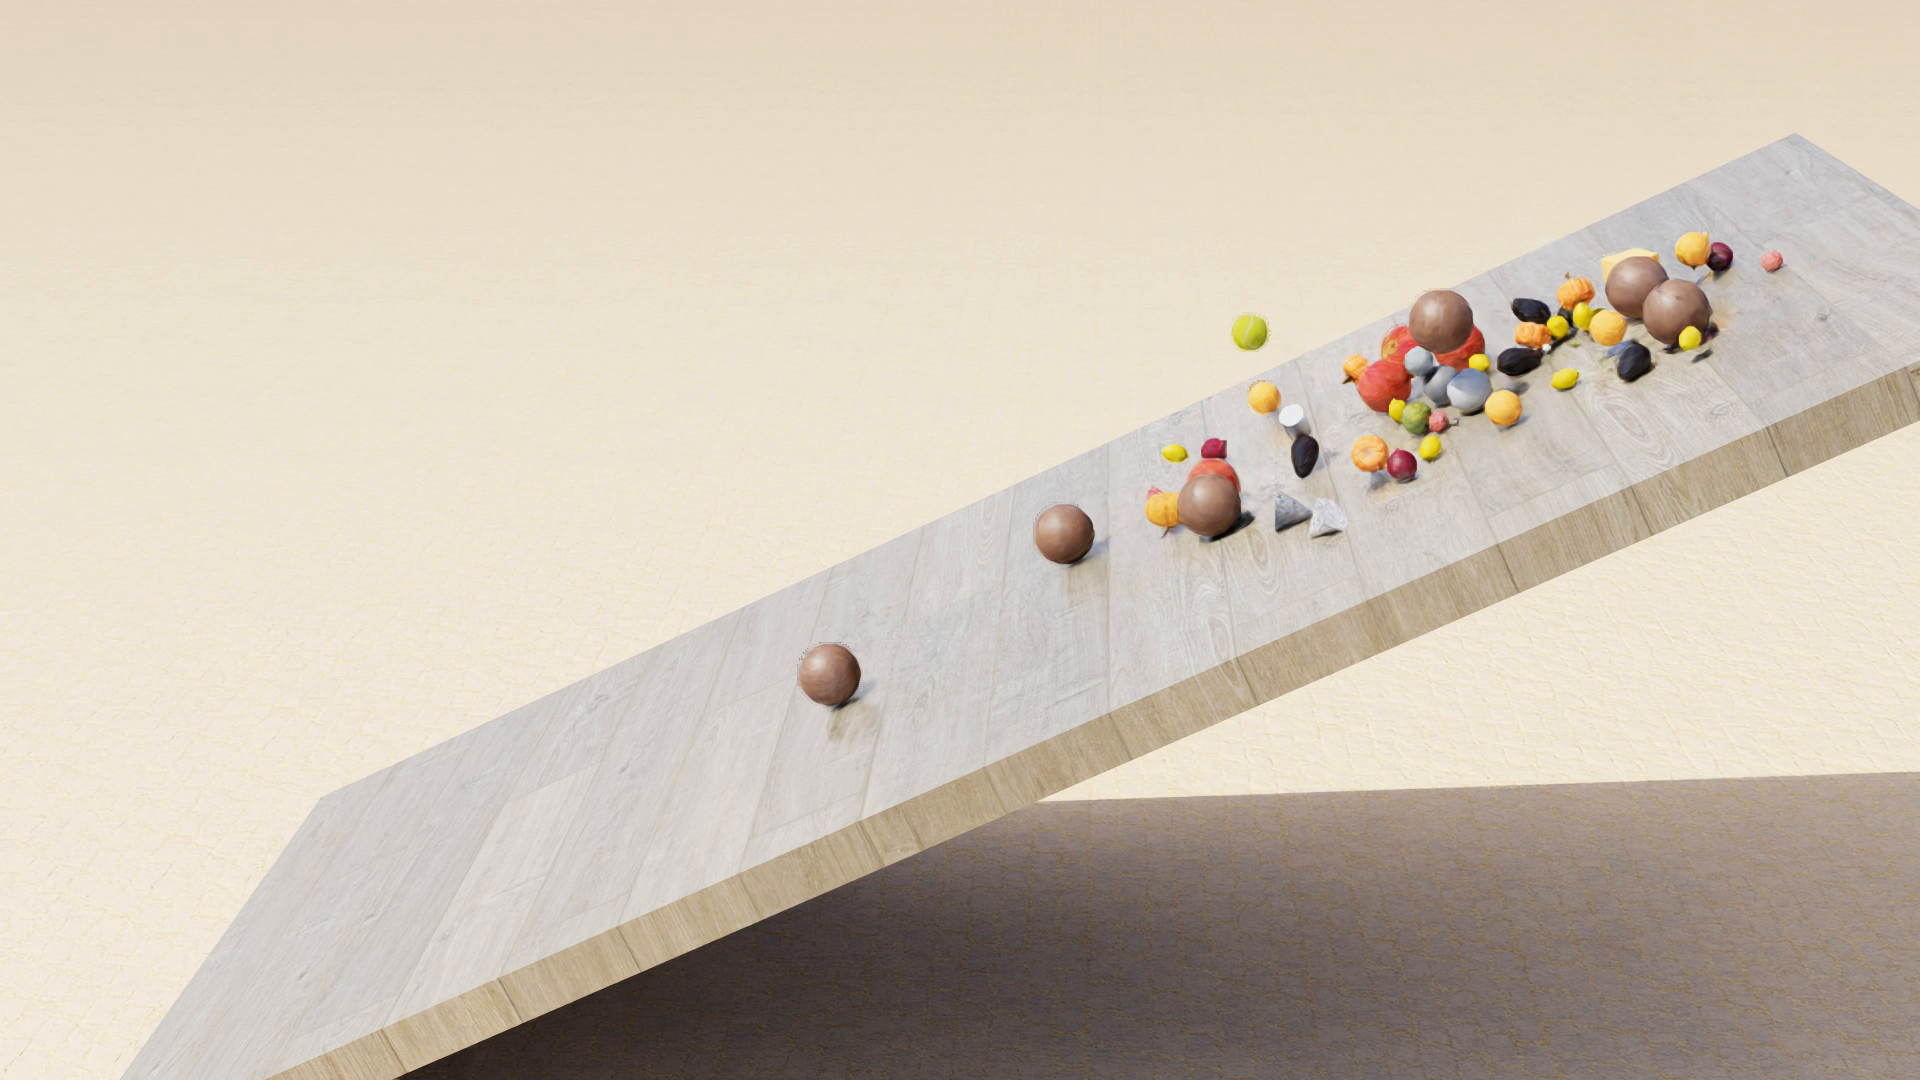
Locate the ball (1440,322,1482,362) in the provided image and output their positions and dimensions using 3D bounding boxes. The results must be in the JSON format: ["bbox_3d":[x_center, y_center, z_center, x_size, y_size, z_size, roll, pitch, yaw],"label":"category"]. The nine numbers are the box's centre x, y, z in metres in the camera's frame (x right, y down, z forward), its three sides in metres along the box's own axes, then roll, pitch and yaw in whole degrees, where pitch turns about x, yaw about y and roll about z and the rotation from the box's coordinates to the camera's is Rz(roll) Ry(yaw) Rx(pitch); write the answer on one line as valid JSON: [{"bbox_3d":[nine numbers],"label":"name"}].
[{"bbox_3d":[1.084,-0.430,6.365,0.088,0.088,0.088,0,16,0],"label":"ball"}]

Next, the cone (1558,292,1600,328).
[{"bbox_3d":[1.312,-0.466,6.174,0.081,0.081,0.081,-12,34,-36],"label":"cone"}]

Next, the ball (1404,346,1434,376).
[{"bbox_3d":[0.952,-0.370,6.099,0.062,0.062,0.062,0,16,0],"label":"ball"}]

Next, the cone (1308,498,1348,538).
[{"bbox_3d":[0.694,-0.026,5.674,0.078,0.078,0.078,23,40,-21],"label":"cone"}]

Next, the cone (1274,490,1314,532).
[{"bbox_3d":[0.669,-0.054,5.821,0.083,0.083,0.083,5,17,13],"label":"cone"}]

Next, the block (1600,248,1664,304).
[{"bbox_3d":[1.404,-0.551,6.143,0.087,0.087,0.087,-18,18,-12],"label":"block"}]

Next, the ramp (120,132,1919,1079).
[{"bbox_3d":[0.136,0.169,6.282,4.000,0.100,2.000,-24,13,9],"label":"ramp"}]

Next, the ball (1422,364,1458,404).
[{"bbox_3d":[1.004,-0.323,6.117,0.083,0.083,0.083,0,16,0],"label":"ball"}]

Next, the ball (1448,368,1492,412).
[{"bbox_3d":[1.035,-0.304,5.971,0.090,0.090,0.090,0,16,0],"label":"ball"}]

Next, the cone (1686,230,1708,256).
[{"bbox_3d":[1.572,-0.636,6.226,0.050,0.050,0.050,16,33,-11],"label":"cone"}]

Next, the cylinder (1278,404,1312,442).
[{"bbox_3d":[0.701,-0.245,6.139,0.055,0.055,0.055,-15,50,19],"label":"cylinder"}]
